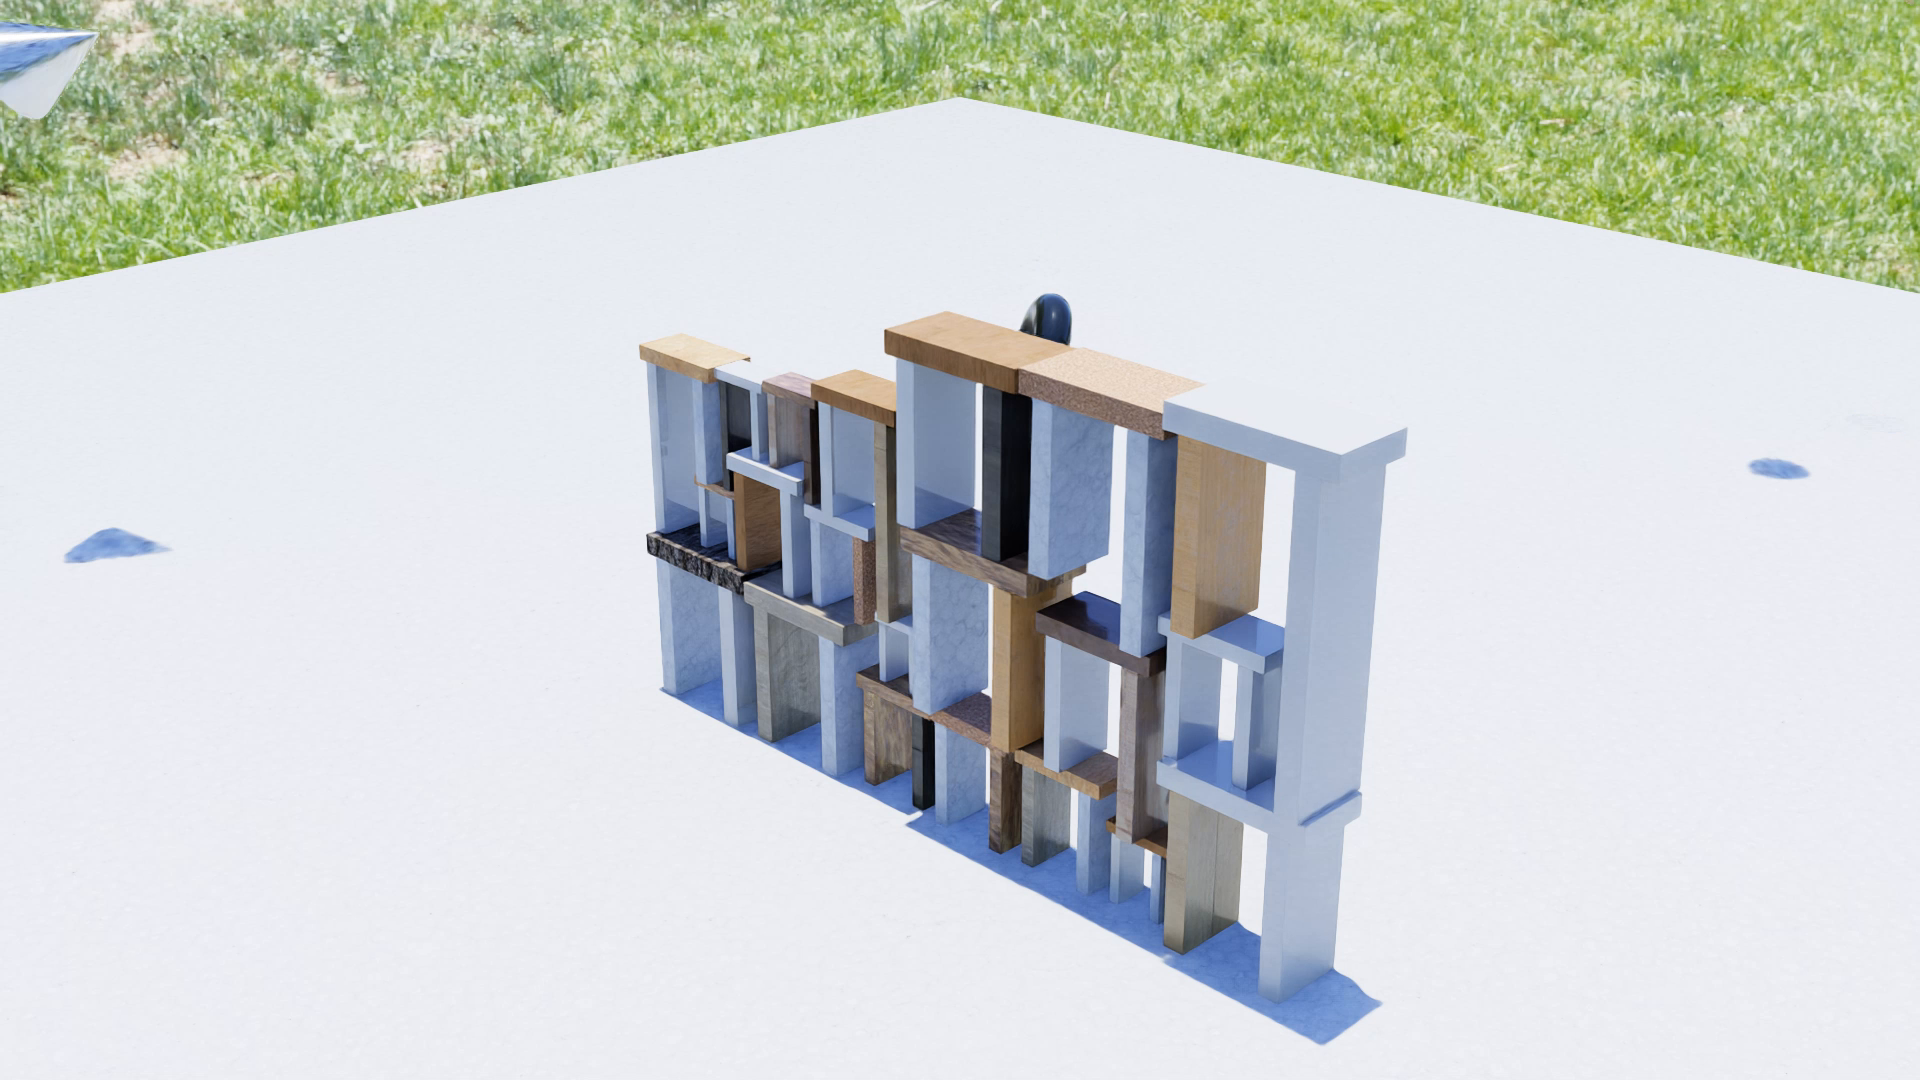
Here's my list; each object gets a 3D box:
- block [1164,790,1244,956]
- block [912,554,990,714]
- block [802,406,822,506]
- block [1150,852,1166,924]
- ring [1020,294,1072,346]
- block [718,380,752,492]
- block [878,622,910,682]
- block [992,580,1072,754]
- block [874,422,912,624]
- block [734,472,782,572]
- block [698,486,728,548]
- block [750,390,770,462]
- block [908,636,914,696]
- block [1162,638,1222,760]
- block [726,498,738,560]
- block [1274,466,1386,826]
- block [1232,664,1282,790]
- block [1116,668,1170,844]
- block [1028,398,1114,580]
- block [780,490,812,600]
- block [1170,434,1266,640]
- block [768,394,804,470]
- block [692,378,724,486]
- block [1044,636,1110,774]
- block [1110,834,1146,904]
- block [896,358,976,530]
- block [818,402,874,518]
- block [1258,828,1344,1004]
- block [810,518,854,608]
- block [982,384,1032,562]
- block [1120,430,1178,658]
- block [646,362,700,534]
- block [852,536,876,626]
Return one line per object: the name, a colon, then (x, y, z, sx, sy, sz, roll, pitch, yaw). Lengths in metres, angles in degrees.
block: (0.445, 0.575, 3.990, 0.046, 0.325, 0.162, 21, 31, 41)
block: (-0.017, 0.160, 4.299, 0.047, 0.330, 0.165, 21, 30, 40)
block: (-0.279, -0.180, 4.448, 0.080, 0.211, 0.023, -21, 31, -41)
block: (0.386, 0.633, 4.080, 0.021, 0.148, 0.074, 21, 31, 41)
ring: (0.250, -0.588, 6.730, 0.114, 0.343, 0.343, 13, 21, -12)
block: (-0.467, -0.228, 4.630, 0.021, 0.246, 0.076, 21, 31, 40)
block: (-0.133, 0.218, 4.456, 0.018, 0.130, 0.065, 21, 31, 41)
block: (0.136, 0.222, 4.154, 0.165, 0.330, 0.047, -20, 31, -40)
block: (-0.112, -0.048, 4.332, 0.034, 0.419, 0.119, 21, 31, 41)
block: (-0.422, -0.053, 4.653, 0.031, 0.222, 0.111, 21, 31, 41)
block: (-0.531, -0.059, 4.775, 0.070, 0.140, 0.020, -21, 31, -41)
block: (-0.395, -0.244, 4.546, 0.021, 0.151, 0.076, 21, 31, 41)
block: (-0.072, 0.242, 4.399, 0.018, 0.130, 0.065, 21, 31, 41)
block: (0.413, 0.263, 3.894, 0.033, 0.232, 0.116, 21, 31, 41)
block: (-0.466, -0.034, 4.715, 0.020, 0.139, 0.070, 21, 31, 41)
block: (0.610, 0.161, 3.634, 0.051, 0.623, 0.179, 21, 31, 41)
block: (0.523, 0.306, 3.793, 0.033, 0.232, 0.116, 21, 31, 41)
block: (0.348, 0.372, 4.005, 0.039, 0.350, 0.136, 21, 31, 41)
block: (0.202, -0.111, 3.967, 0.048, 0.336, 0.168, 22, 31, 40)
block: (-0.317, -0.005, 4.560, 0.031, 0.237, 0.111, 21, 31, 41)
block: (0.441, -0.027, 3.738, 0.051, 0.358, 0.179, 21, 31, 41)
block: (-0.355, -0.233, 4.507, 0.023, 0.160, 0.080, 21, 31, 41)
block: (-0.510, -0.244, 4.683, 0.117, 0.233, 0.033, -21, 31, -41)
block: (0.219, 0.286, 4.109, 0.039, 0.273, 0.136, 21, 31, 41)
block: (0.316, 0.606, 4.144, 0.021, 0.148, 0.074, 21, 31, 41)
block: (-0.045, -0.202, 4.184, 0.047, 0.333, 0.167, 21, 30, 40)
block: (-0.224, -0.175, 4.400, 0.034, 0.239, 0.119, 21, 31, 41)
block: (0.598, 0.635, 3.849, 0.046, 0.325, 0.162, 21, 31, 41)
block: (-0.261, 0.035, 4.525, 0.027, 0.191, 0.095, 21, 31, 41)
block: (0.114, -0.141, 4.042, 0.047, 0.333, 0.166, 21, 30, 40)
block: (0.358, -0.014, 3.837, 0.048, 0.414, 0.168, 21, 31, 40)
block: (-0.620, -0.213, 4.815, 0.033, 0.392, 0.117, 21, 31, 41)
block: (-0.171, 0.070, 4.442, 0.027, 0.191, 0.095, 21, 31, 41)
